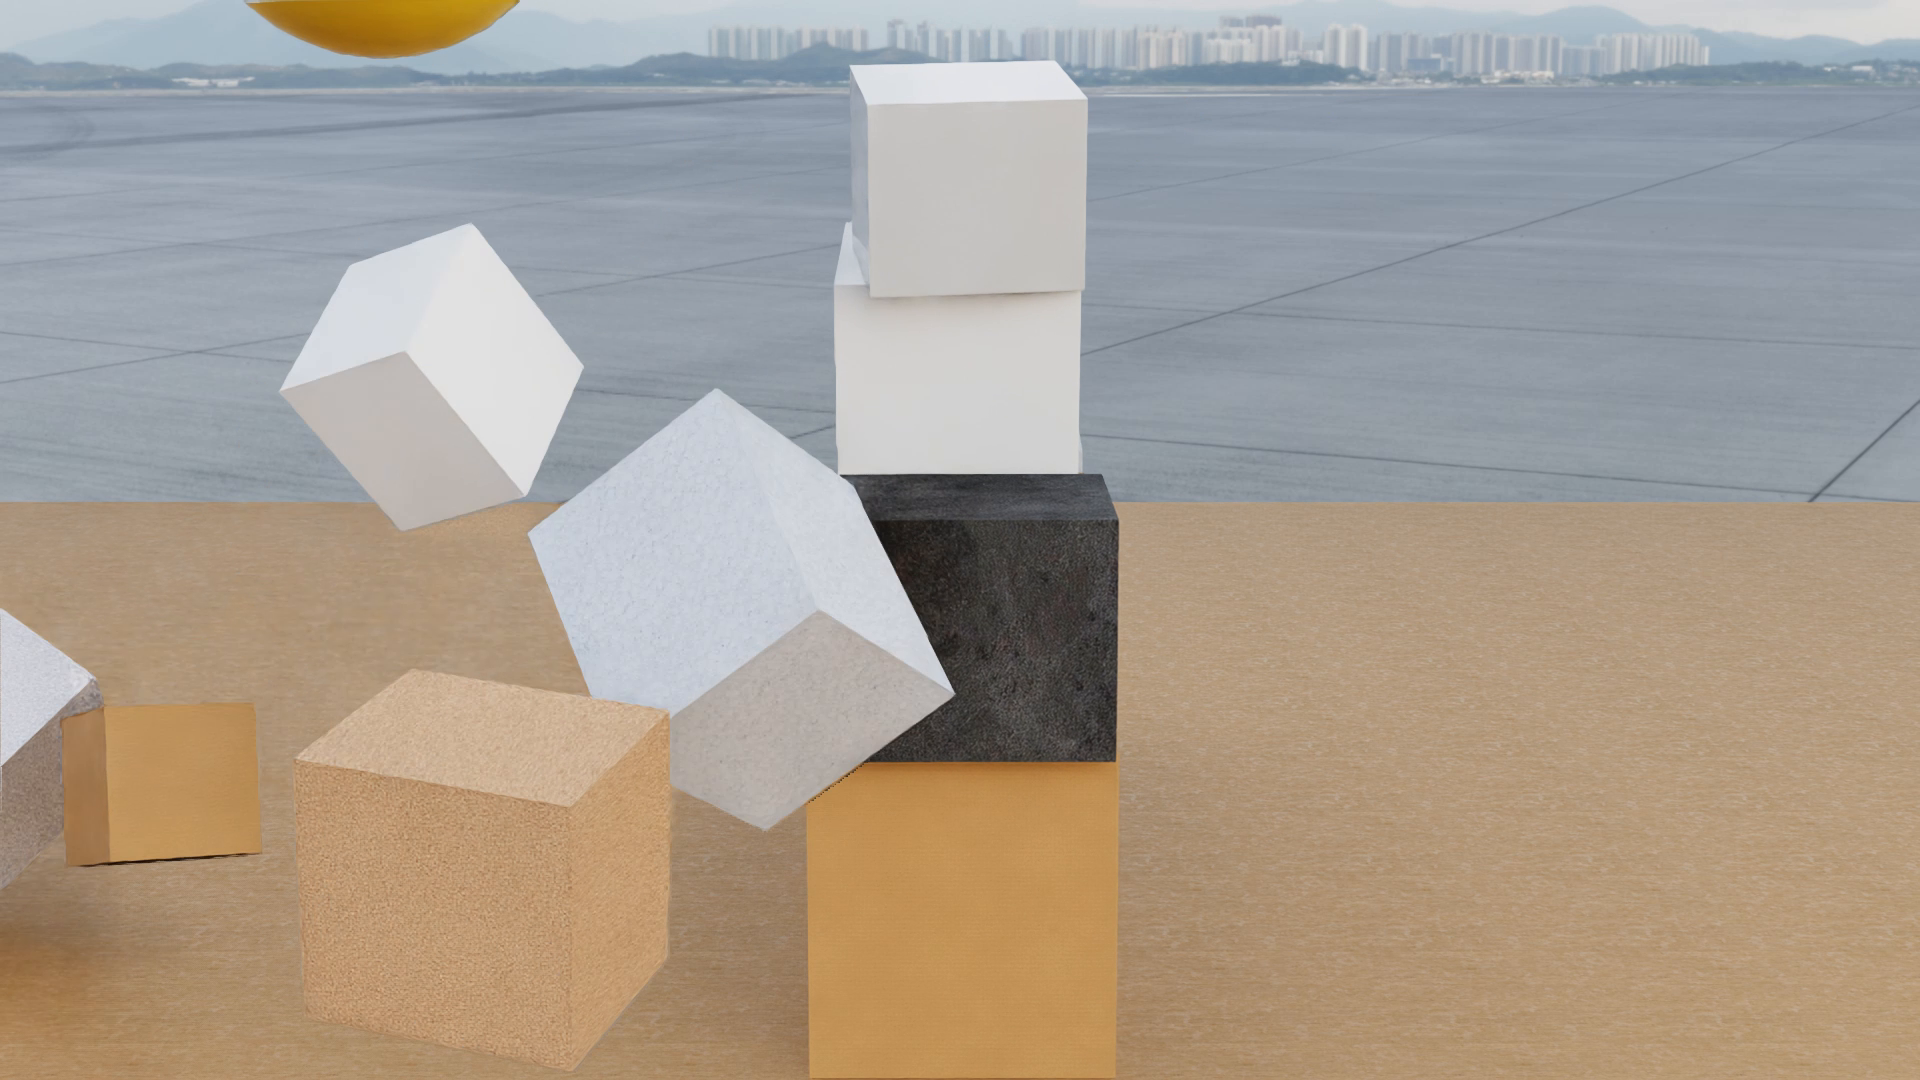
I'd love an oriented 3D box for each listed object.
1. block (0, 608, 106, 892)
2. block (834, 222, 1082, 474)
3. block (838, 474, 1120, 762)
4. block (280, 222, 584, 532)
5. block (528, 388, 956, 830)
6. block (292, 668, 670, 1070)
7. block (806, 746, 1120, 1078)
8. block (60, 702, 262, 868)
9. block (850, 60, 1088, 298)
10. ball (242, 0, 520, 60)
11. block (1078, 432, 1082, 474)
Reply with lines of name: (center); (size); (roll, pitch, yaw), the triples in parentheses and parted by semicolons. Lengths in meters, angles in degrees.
block: (-4.206, 0.847, 10.724); (0.880, 0.825, 0.918); (33, 60, 13)
block: (-0.007, -0.674, 10.041); (0.909, 0.933, 0.947); (0, 21, 0)
block: (0.013, 0.256, 9.202); (1.041, 0.841, 1.014); (0, 10, 0)
block: (-1.924, -0.593, 9.424); (0.591, 0.734, 0.710); (-14, 40, 28)
block: (-0.665, 0.224, 7.801); (0.751, 0.876, 0.784); (-36, -35, 13)
block: (-1.232, 0.843, 6.712); (0.754, 0.735, 0.630); (8, 20, 14)
block: (0.008, 1.238, 9.454); (1.084, 1.182, 0.961); (0, 10, 0)
block: (-3.084, 0.944, 9.889); (0.572, 0.574, 0.559); (0, -8, -35)
block: (0.018, -1.352, 9.528); (0.787, 0.702, 0.737); (-3, 21, -7)
ball: (-2.425, -2.814, 10.669); (1.600, 1.600, 1.600); (0, 10, 0)
block: (0.023, -0.019, 11.167); (0.964, 1.029, 0.990); (0, 17, 0)
